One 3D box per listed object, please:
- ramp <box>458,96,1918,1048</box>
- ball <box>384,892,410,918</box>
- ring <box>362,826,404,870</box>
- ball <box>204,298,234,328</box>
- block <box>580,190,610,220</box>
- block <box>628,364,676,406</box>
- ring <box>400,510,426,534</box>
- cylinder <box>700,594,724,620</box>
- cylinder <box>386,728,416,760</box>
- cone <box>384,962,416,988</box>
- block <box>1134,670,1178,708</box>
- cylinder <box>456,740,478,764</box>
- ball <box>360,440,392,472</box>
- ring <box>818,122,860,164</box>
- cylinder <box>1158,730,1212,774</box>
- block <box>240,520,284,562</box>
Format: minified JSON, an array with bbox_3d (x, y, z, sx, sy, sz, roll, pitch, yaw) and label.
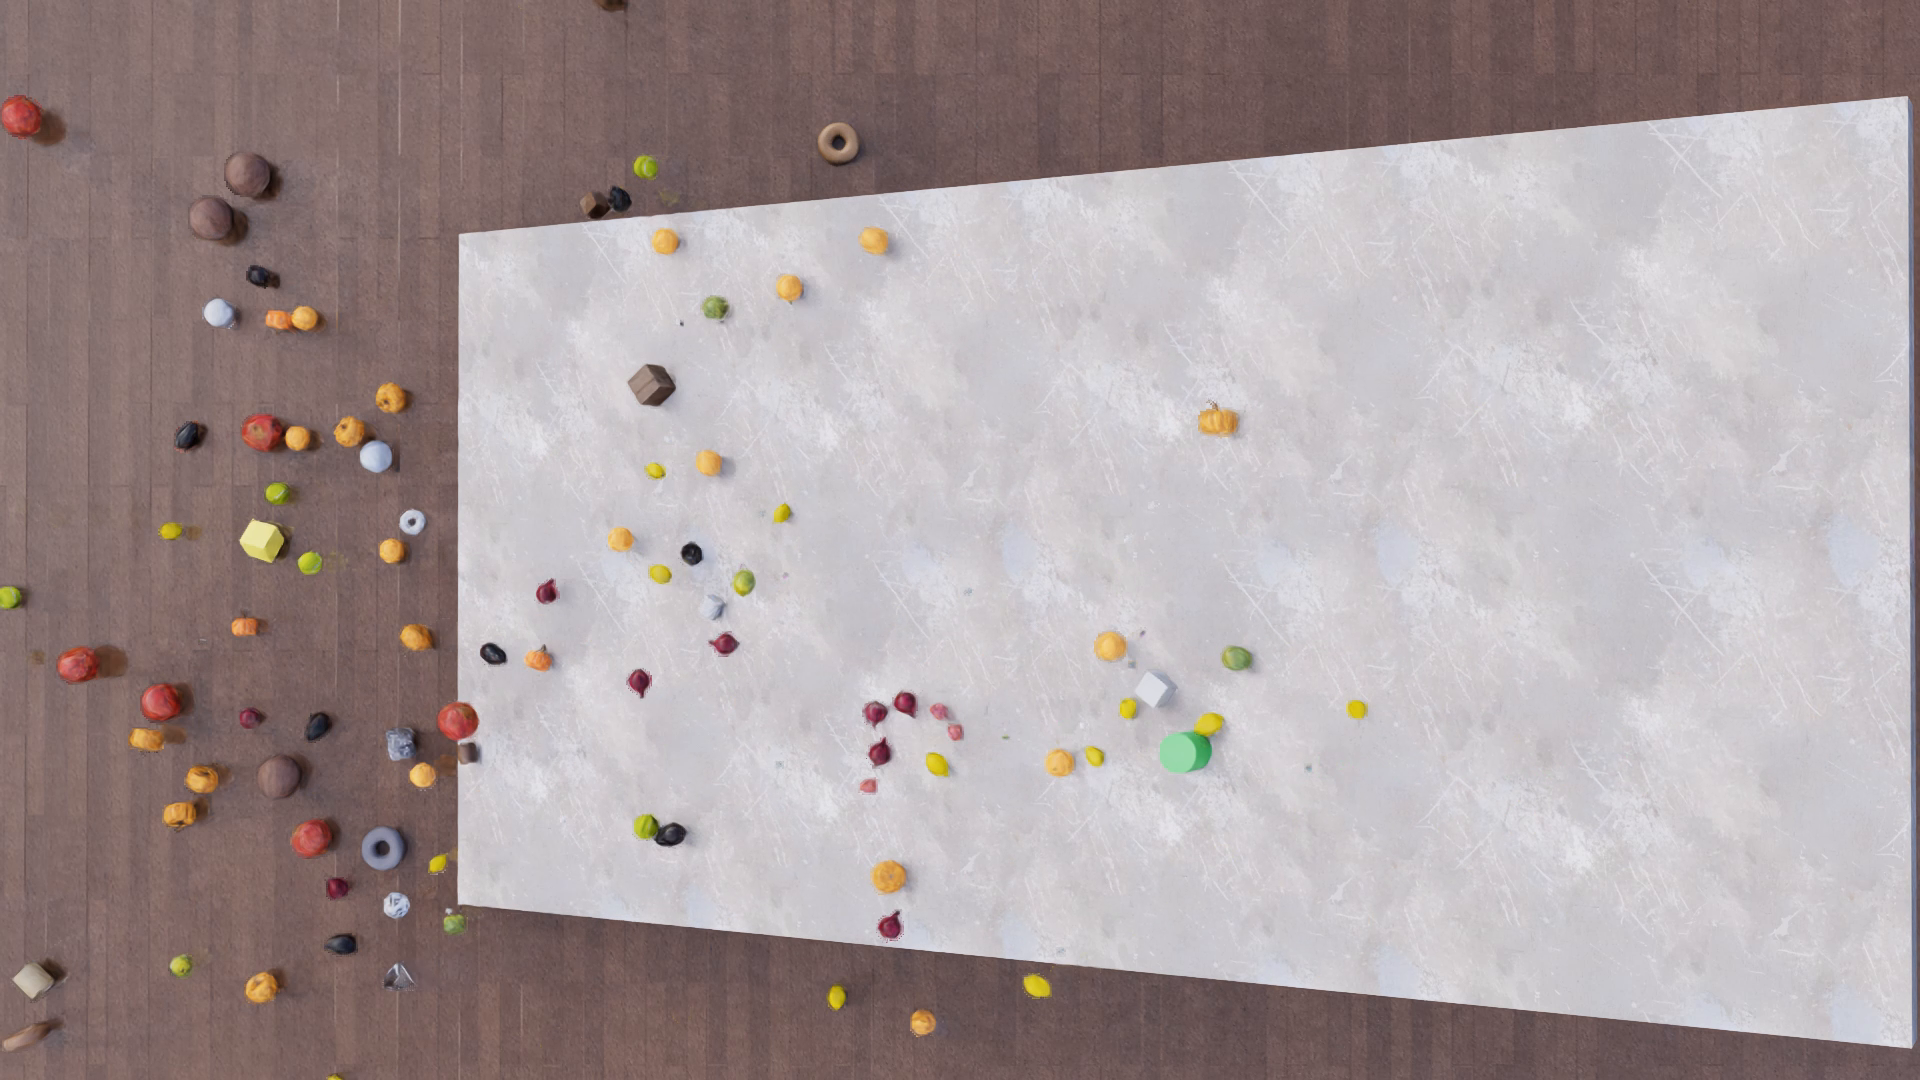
[{"bbox_3d":[0.273,0.076,5.637,4.000,0.100,2.000,0,89,29],"label":"ramp"},{"bbox_3d":[-1.662,1.077,6.482,0.076,0.076,0.076,0,89,0],"label":"ball"},{"bbox_3d":[-1.736,0.928,6.622,0.133,0.044,0.133,0,87,5],"label":"ring"},{"bbox_3d":[-2.228,-0.683,6.618,0.087,0.087,0.087,0,89,0],"label":"ball"},{"bbox_3d":[-1.074,-0.984,6.468,0.055,0.055,0.055,-43,60,27],"label":"block"},{"bbox_3d":[-0.865,-0.435,6.172,0.081,0.081,0.081,-40,71,23],"label":"block"},{"bbox_3d":[-1.655,-0.054,6.643,0.077,0.026,0.077,0,87,-3],"label":"ring"},{"bbox_3d":[-0.686,0.186,6.083,0.052,0.052,0.052,27,104,0],"label":"cylinder"},{"bbox_3d":[-1.676,0.611,6.598,0.078,0.078,0.078,-6,99,0],"label":"cylinder"},{"bbox_3d":[-1.672,1.331,6.621,0.089,0.089,0.089,37,89,-26],"label":"cone"},{"bbox_3d":[0.483,0.367,5.422,0.065,0.065,0.065,39,107,24],"label":"block"},{"bbox_3d":[-1.456,0.628,6.498,0.057,0.057,0.057,-11,93,0],"label":"cylinder"},{"bbox_3d":[-1.755,-0.251,6.610,0.096,0.096,0.096,0,89,0],"label":"ball"},{"bbox_3d":[-0.366,-1.199,6.647,0.127,0.042,0.127,0,90,-1],"label":"ring"},{"bbox_3d":[0.550,0.517,5.365,0.098,0.098,0.098,0,89,29],"label":"cylinder"},{"bbox_3d":[-2.092,0.003,6.593,0.081,0.081,0.081,16,61,12],"label":"block"}]
